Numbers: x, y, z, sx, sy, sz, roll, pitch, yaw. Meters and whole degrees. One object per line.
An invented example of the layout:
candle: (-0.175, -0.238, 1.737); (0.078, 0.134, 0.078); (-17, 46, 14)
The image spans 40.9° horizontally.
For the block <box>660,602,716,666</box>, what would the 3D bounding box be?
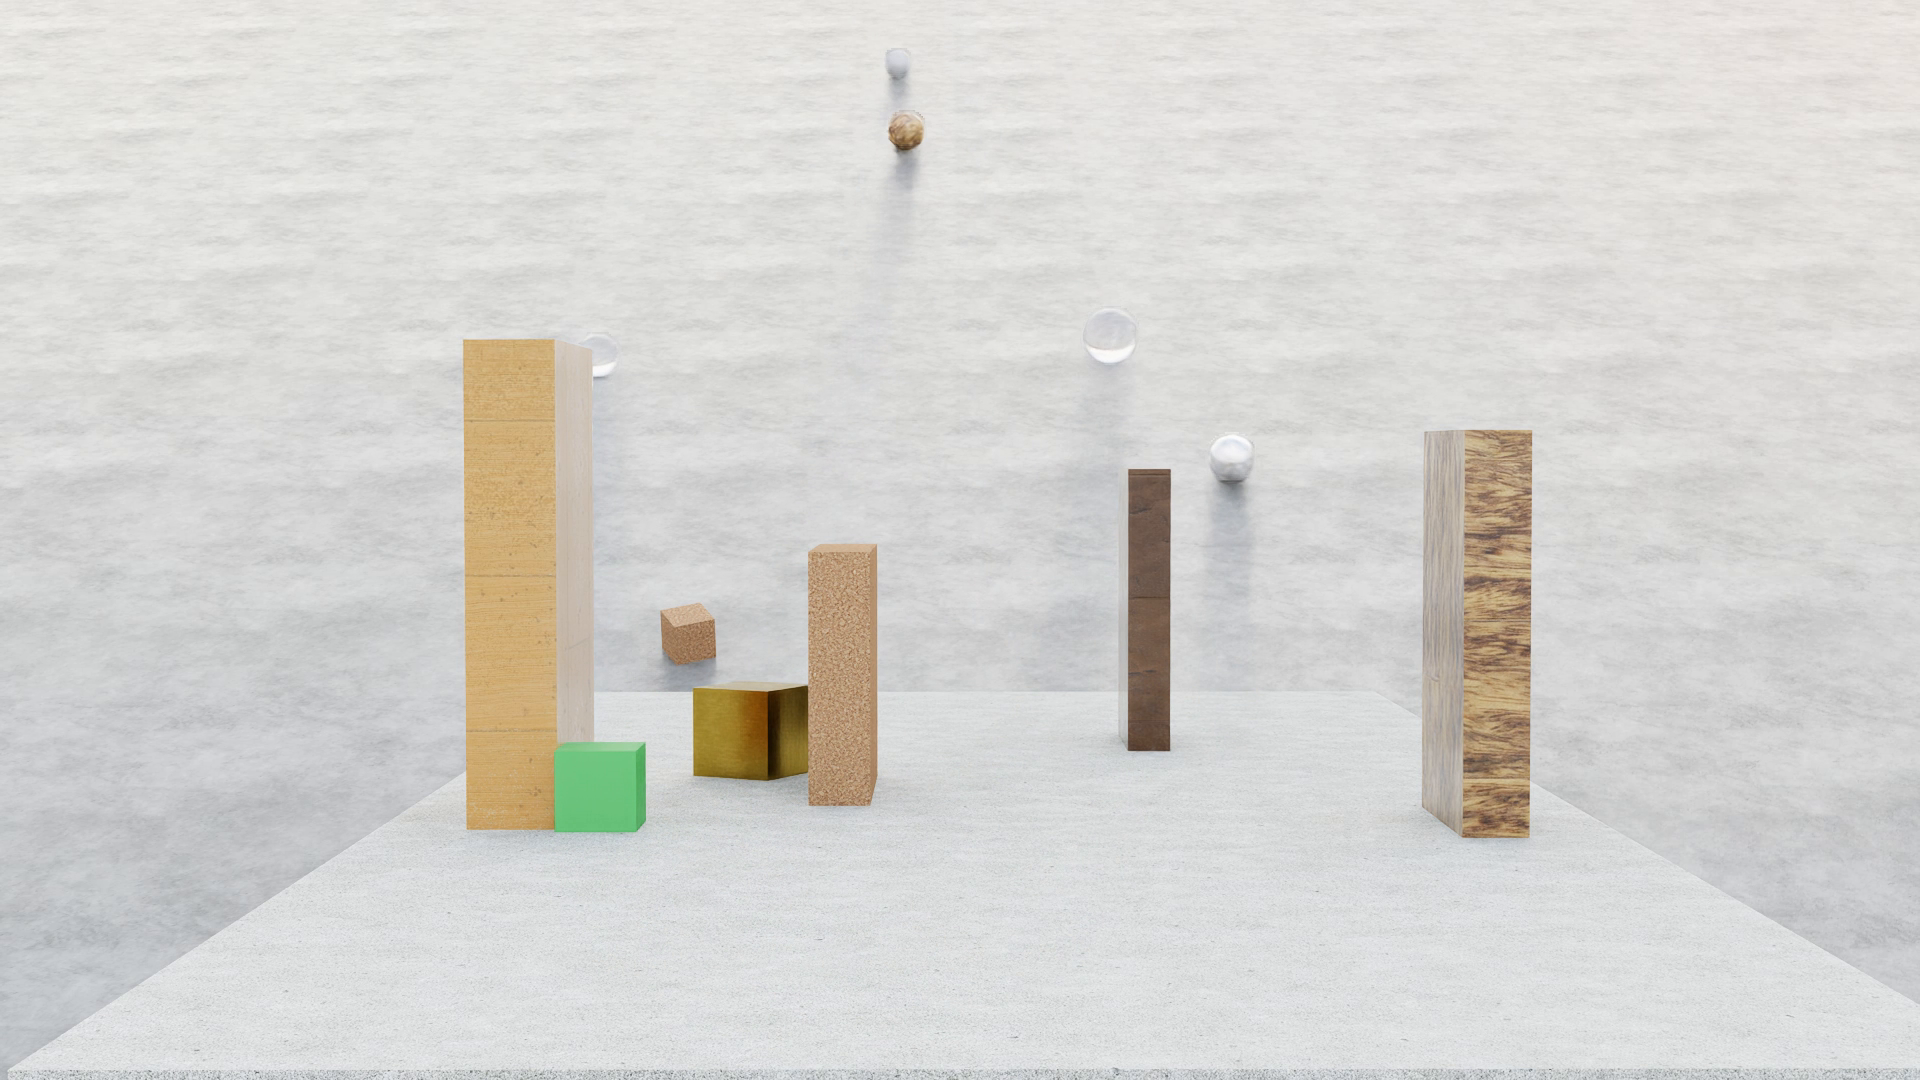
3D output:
block: (-0.730, 0.252, 6.928); (0.114, 0.114, 0.114); (-11, 27, -23)

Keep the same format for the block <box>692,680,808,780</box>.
block: (-0.390, 0.360, 4.886); (0.167, 0.167, 0.167); (1, 2, 28)

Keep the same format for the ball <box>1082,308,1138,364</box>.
ball: (0.523, -0.709, 8.956); (0.194, 0.194, 0.194); (0, 24, 0)

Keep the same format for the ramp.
ramp: (0.056, 0.504, 4.549); (2.000, 0.100, 4.000); (0, 2, 0)

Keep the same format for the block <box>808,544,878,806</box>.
block: (-0.208, 0.232, 4.639); (0.107, 0.438, 0.410); (0, 2, 0)

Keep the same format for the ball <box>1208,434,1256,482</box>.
ball: (0.843, -0.253, 8.001); (0.150, 0.150, 0.150); (0, 24, 0)

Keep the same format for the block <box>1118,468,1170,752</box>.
block: (0.385, 0.138, 5.391); (0.087, 0.575, 0.308); (0, 2, 0)

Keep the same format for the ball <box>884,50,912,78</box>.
ball: (-0.303, -2.333, 12.619); (0.134, 0.134, 0.134); (0, 24, 0)

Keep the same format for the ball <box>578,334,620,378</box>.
ball: (-1.243, -0.633, 8.842); (0.149, 0.149, 0.149); (0, 24, 0)

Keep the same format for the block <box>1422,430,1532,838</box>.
block: (0.846, 0.142, 4.236); (0.106, 0.644, 0.356); (0, 2, 0)

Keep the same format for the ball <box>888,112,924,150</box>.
ball: (-0.239, -1.814, 11.432); (0.166, 0.166, 0.166); (0, 24, 0)

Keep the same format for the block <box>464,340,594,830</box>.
block: (-0.724, 0.065, 4.364); (0.147, 0.791, 0.426); (0, 2, 0)

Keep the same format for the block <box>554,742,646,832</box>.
block: (-0.585, 0.402, 4.197); (0.131, 0.131, 0.131); (0, 2, 0)
